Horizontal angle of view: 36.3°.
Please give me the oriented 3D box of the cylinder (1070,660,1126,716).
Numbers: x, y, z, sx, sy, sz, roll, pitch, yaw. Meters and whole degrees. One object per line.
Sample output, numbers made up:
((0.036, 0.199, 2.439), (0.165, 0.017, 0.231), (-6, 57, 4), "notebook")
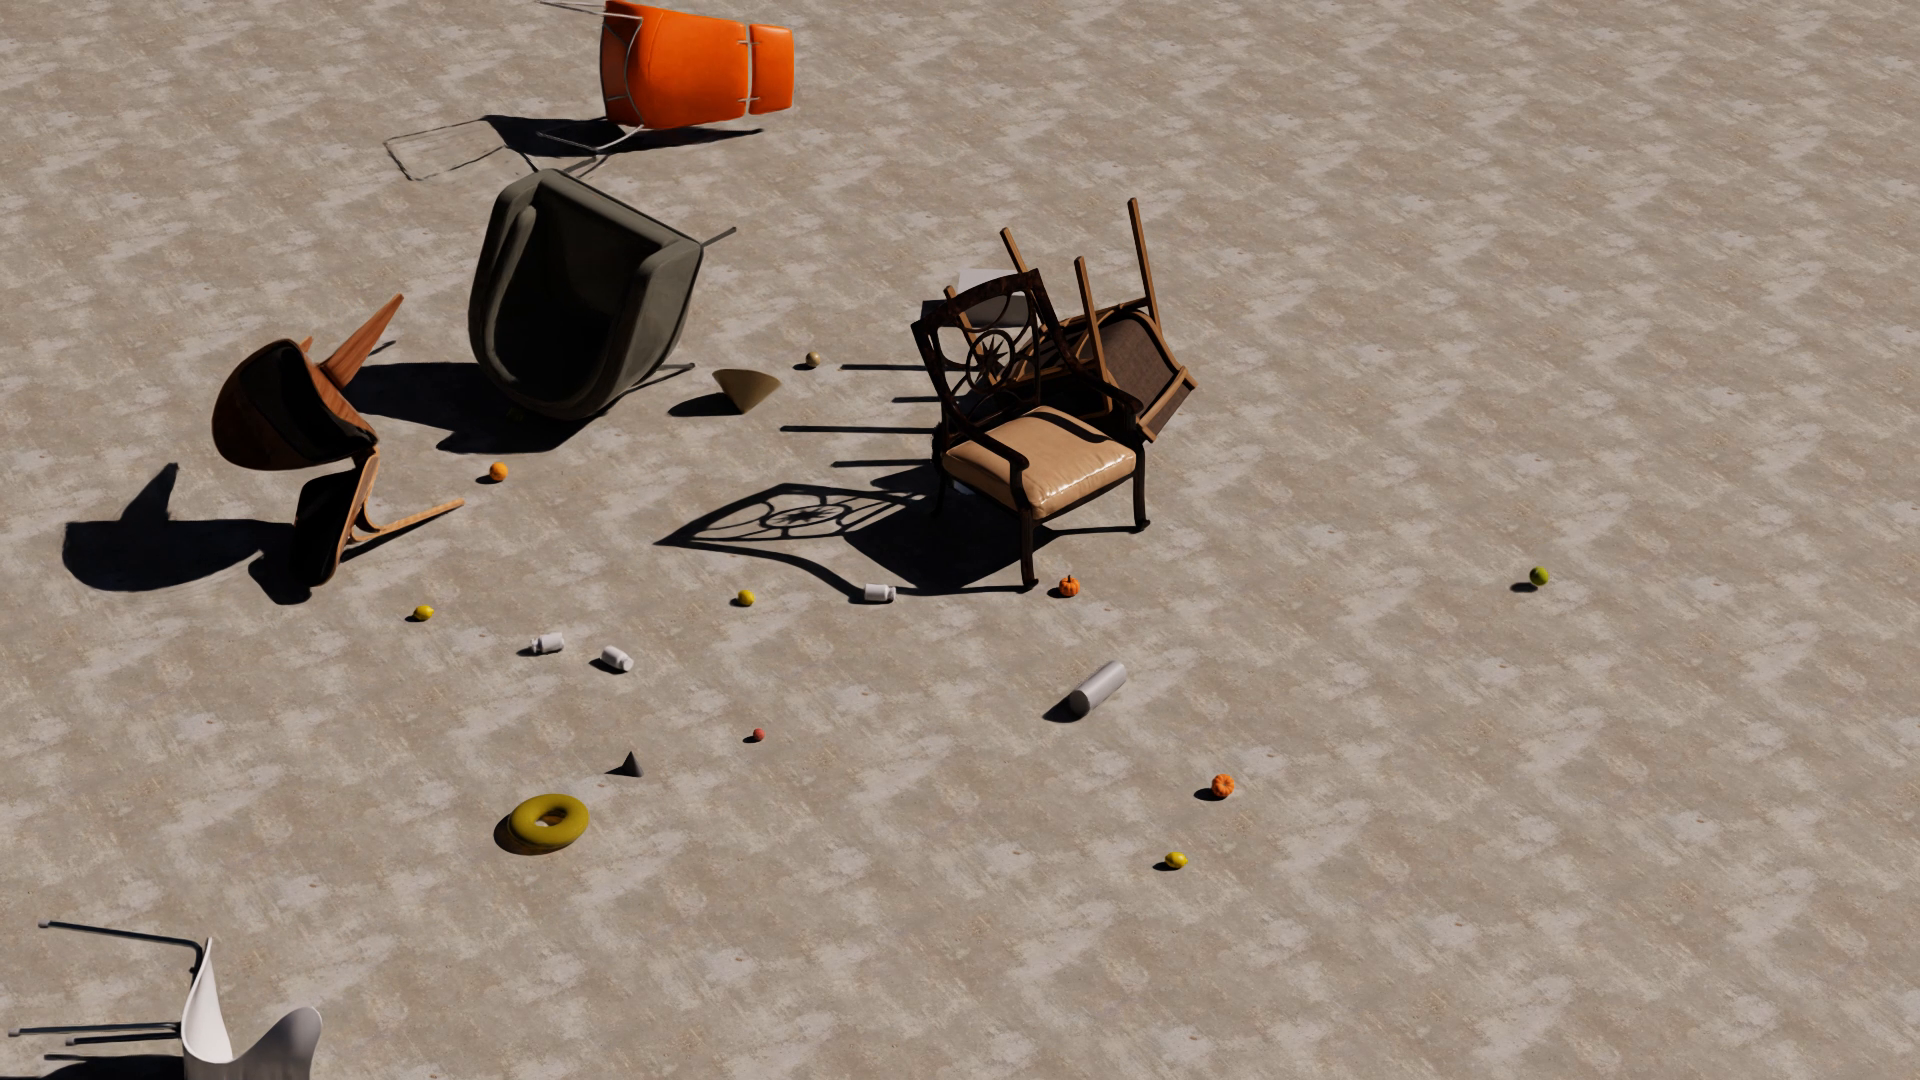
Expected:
((0.474, 0.509, 10.073), (0.085, 0.109, 0.219), (33, 44, 23), "cylinder")

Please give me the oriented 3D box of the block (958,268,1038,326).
((0.158, -1.025, 12.370), (0.326, 0.144, 0.223), (2, 33, 3), "block")

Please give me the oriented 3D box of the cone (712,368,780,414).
((-0.861, -0.571, 11.718), (0.289, 0.150, 0.263), (17, -18, -41), "cone")

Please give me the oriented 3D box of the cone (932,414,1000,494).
((-0.011, -0.325, 11.318), (0.267, 0.312, 0.234), (-17, 3, -16), "cone")

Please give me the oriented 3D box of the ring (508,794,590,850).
((-1.334, 0.912, 9.504), (0.272, 0.063, 0.257), (-27, 41, -35), "ring")

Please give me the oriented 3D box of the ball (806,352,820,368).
((-0.602, -0.740, 12.008), (0.064, 0.064, 0.064), (0, 33, 0), "ball")

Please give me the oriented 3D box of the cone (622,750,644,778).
((-1.092, 0.734, 9.752), (0.094, 0.087, 0.052), (23, 40, 31), "cone")
